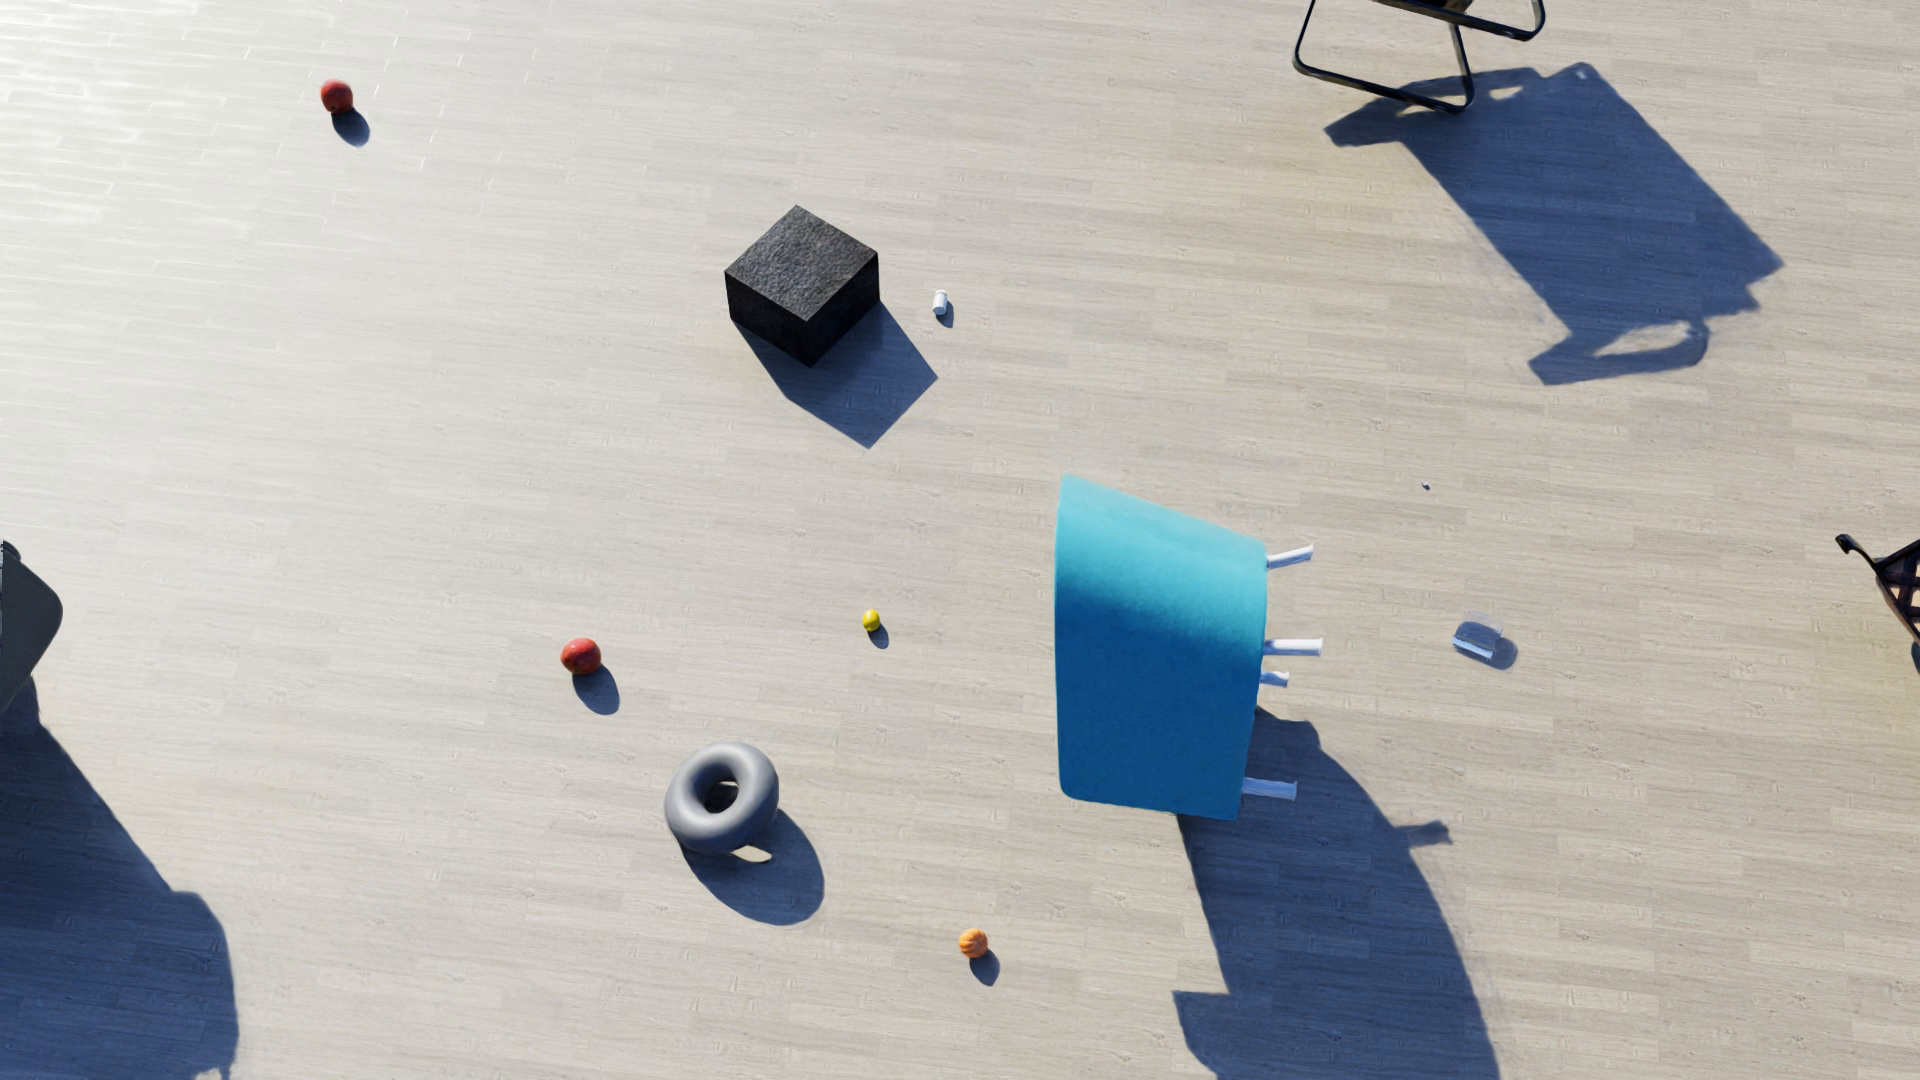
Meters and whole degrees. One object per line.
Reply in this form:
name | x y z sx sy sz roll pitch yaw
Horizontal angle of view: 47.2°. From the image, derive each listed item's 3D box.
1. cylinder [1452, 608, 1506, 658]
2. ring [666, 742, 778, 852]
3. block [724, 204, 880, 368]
cylinder | 1.501 0.268 6.363 0.118 0.046 0.121 24 70 15
ring | -0.649 0.701 5.994 0.337 0.110 0.326 5 62 26
block | -0.497 -0.807 6.976 0.334 0.231 0.353 32 62 20
